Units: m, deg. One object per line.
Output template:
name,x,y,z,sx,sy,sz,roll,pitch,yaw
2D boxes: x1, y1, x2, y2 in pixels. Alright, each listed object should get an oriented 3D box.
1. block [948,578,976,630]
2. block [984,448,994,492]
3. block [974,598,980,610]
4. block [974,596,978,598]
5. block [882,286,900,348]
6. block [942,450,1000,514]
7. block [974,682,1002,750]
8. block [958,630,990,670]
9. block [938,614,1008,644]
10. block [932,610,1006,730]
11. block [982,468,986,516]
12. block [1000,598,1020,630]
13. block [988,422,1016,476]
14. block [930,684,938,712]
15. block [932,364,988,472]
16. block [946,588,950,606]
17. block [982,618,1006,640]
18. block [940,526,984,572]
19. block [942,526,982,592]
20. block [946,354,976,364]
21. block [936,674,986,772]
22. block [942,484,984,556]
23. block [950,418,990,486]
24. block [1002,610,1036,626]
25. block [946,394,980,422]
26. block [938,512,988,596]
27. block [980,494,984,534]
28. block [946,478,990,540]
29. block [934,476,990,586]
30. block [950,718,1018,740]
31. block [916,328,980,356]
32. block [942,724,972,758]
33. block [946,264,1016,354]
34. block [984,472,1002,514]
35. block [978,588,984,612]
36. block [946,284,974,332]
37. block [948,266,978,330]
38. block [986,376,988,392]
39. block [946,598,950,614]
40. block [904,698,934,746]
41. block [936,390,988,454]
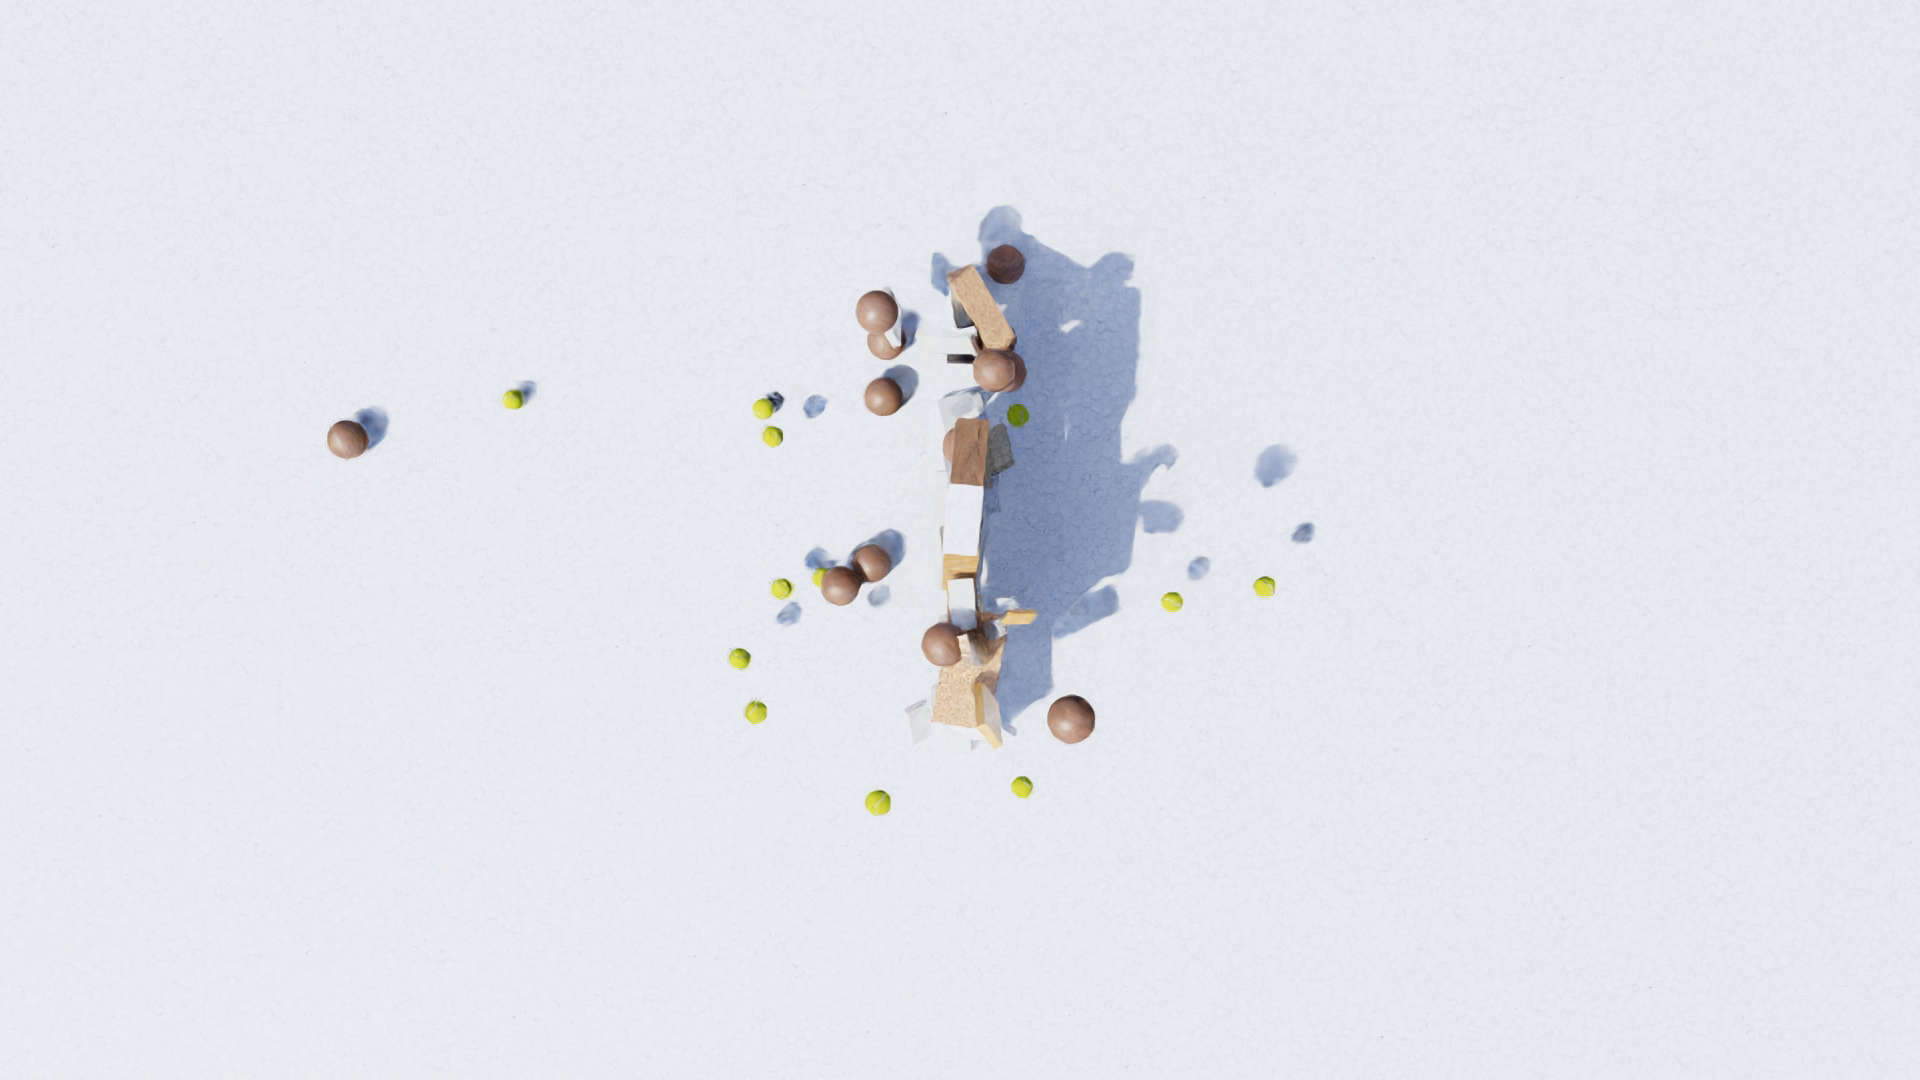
block,0.007,0.185,4.747,0.073,0.021,0.146,-4,92,-1
block,0.040,-0.213,4.803,0.094,0.189,0.027,-11,46,-1
block,0.019,0.194,4.832,0.073,0.146,0.021,4,73,3
block,0.011,0.169,4.921,0.085,0.024,0.171,-2,85,3
block,-0.218,-0.709,5.232,0.026,0.091,0.182,-14,50,15
block,0.034,-0.178,5.012,0.134,0.038,0.268,-12,48,-1
block,0.078,0.487,4.589,0.027,0.190,0.095,-28,119,15
block,0.040,0.310,4.666,0.027,0.190,0.095,-11,88,15
block,0.035,0.272,5.081,0.168,0.538,0.048,-2,92,-4
block,0.029,0.372,4.786,0.168,0.048,0.337,9,89,-3
block,0.023,-0.125,4.785,0.095,0.027,0.200,4,125,1
block,0.139,0.217,4.725,0.014,0.048,0.095,22,116,-21
block,0.109,-0.266,4.851,0.080,0.159,0.023,-26,47,-10
block,-0.003,0.480,4.981,0.168,0.337,0.048,2,91,0
block,0.000,-0.380,5.141,0.167,0.047,0.334,0,90,0
block,0.001,0.169,4.835,0.073,0.146,0.021,5,76,4
block,0.096,0.256,4.719,0.014,0.095,0.048,-29,91,-27
block,0.003,0.027,4.987,0.123,0.247,0.035,-4,117,0
block,0.004,0.052,4.765,0.099,0.028,0.199,5,116,2
block,0.002,-0.581,5.406,0.093,0.186,0.026,0,84,0
block,0.002,0.573,5.171,0.153,0.043,0.307,0,90,0
block,0.008,-0.057,4.693,0.099,0.028,0.199,6,90,1
block,0.028,-0.251,4.706,0.095,0.027,0.189,6,85,1
block,0.169,0.220,4.694,0.048,0.095,0.014,-55,50,36
block,0.011,-0.387,4.903,0.080,0.159,0.023,-30,111,3
block,0.010,0.035,4.858,0.123,0.035,0.247,6,79,2
block,0.014,-0.059,4.776,0.099,0.028,0.199,4,125,1
block,0.022,-0.096,5.002,0.123,0.247,0.035,-3,133,1
block,0.005,-0.028,5.129,0.173,0.049,0.346,0,90,0
block,0.073,0.568,4.974,0.095,0.190,0.027,35,60,-35
block,-0.040,-0.616,5.138,0.182,0.091,0.026,6,65,21
block,-0.008,0.607,5.093,0.075,0.021,0.150,-10,130,0
block,0.066,-0.728,5.171,0.091,0.026,0.350,-25,56,-3
block,0.056,-0.209,4.936,0.134,0.038,0.268,5,63,6
block,0.026,0.201,5.137,0.085,0.417,0.024,-11,97,3
block,0.006,-0.768,5.425,0.093,0.026,0.186,1,133,-2
block,0.020,-0.779,5.307,0.093,0.026,0.186,-11,80,18
block,0.003,-0.490,5.332,0.167,0.334,0.047,4,88,0
block,-0.008,0.229,5.358,0.065,0.018,0.131,-4,92,-1
block,-0.128,0.572,5.171,0.075,0.021,0.150,-26,133,-21
block,0.026,-0.322,5.039,0.134,0.038,0.268,-14,64,-3
